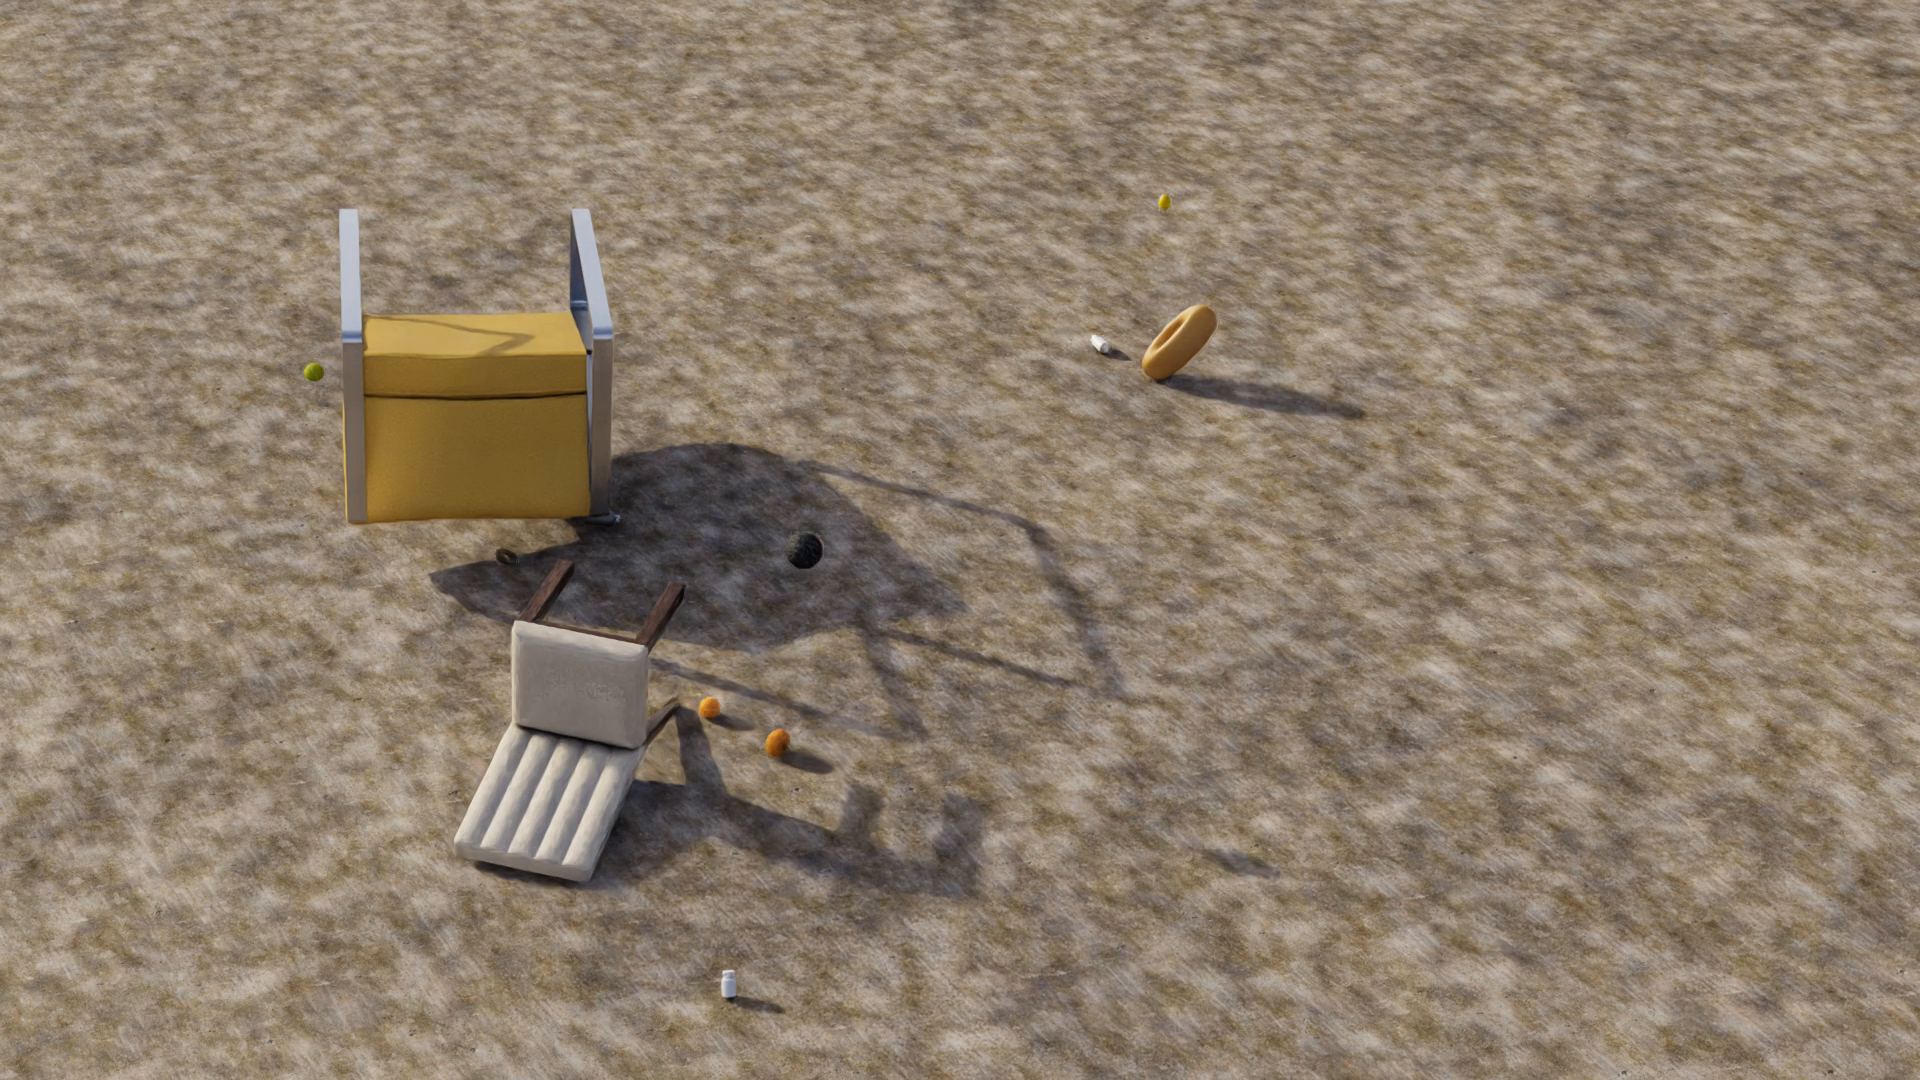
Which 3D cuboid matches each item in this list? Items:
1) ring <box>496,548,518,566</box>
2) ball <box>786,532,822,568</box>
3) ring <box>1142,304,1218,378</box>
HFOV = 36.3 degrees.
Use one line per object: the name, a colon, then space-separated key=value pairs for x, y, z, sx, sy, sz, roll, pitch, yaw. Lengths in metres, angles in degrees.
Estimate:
ring: x=-1.665 y=0.062 z=10.776 sx=0.036 sy=0.101 sz=0.053 roll=0 pitch=65 yaw=52
ball: x=-0.512 y=0.034 z=9.638 sx=0.120 sy=0.120 sz=0.120 roll=0 pitch=33 yaw=0
ring: x=0.890 y=-0.803 z=11.878 sx=0.129 sy=0.385 sz=0.166 roll=37 pitch=19 yaw=-23
